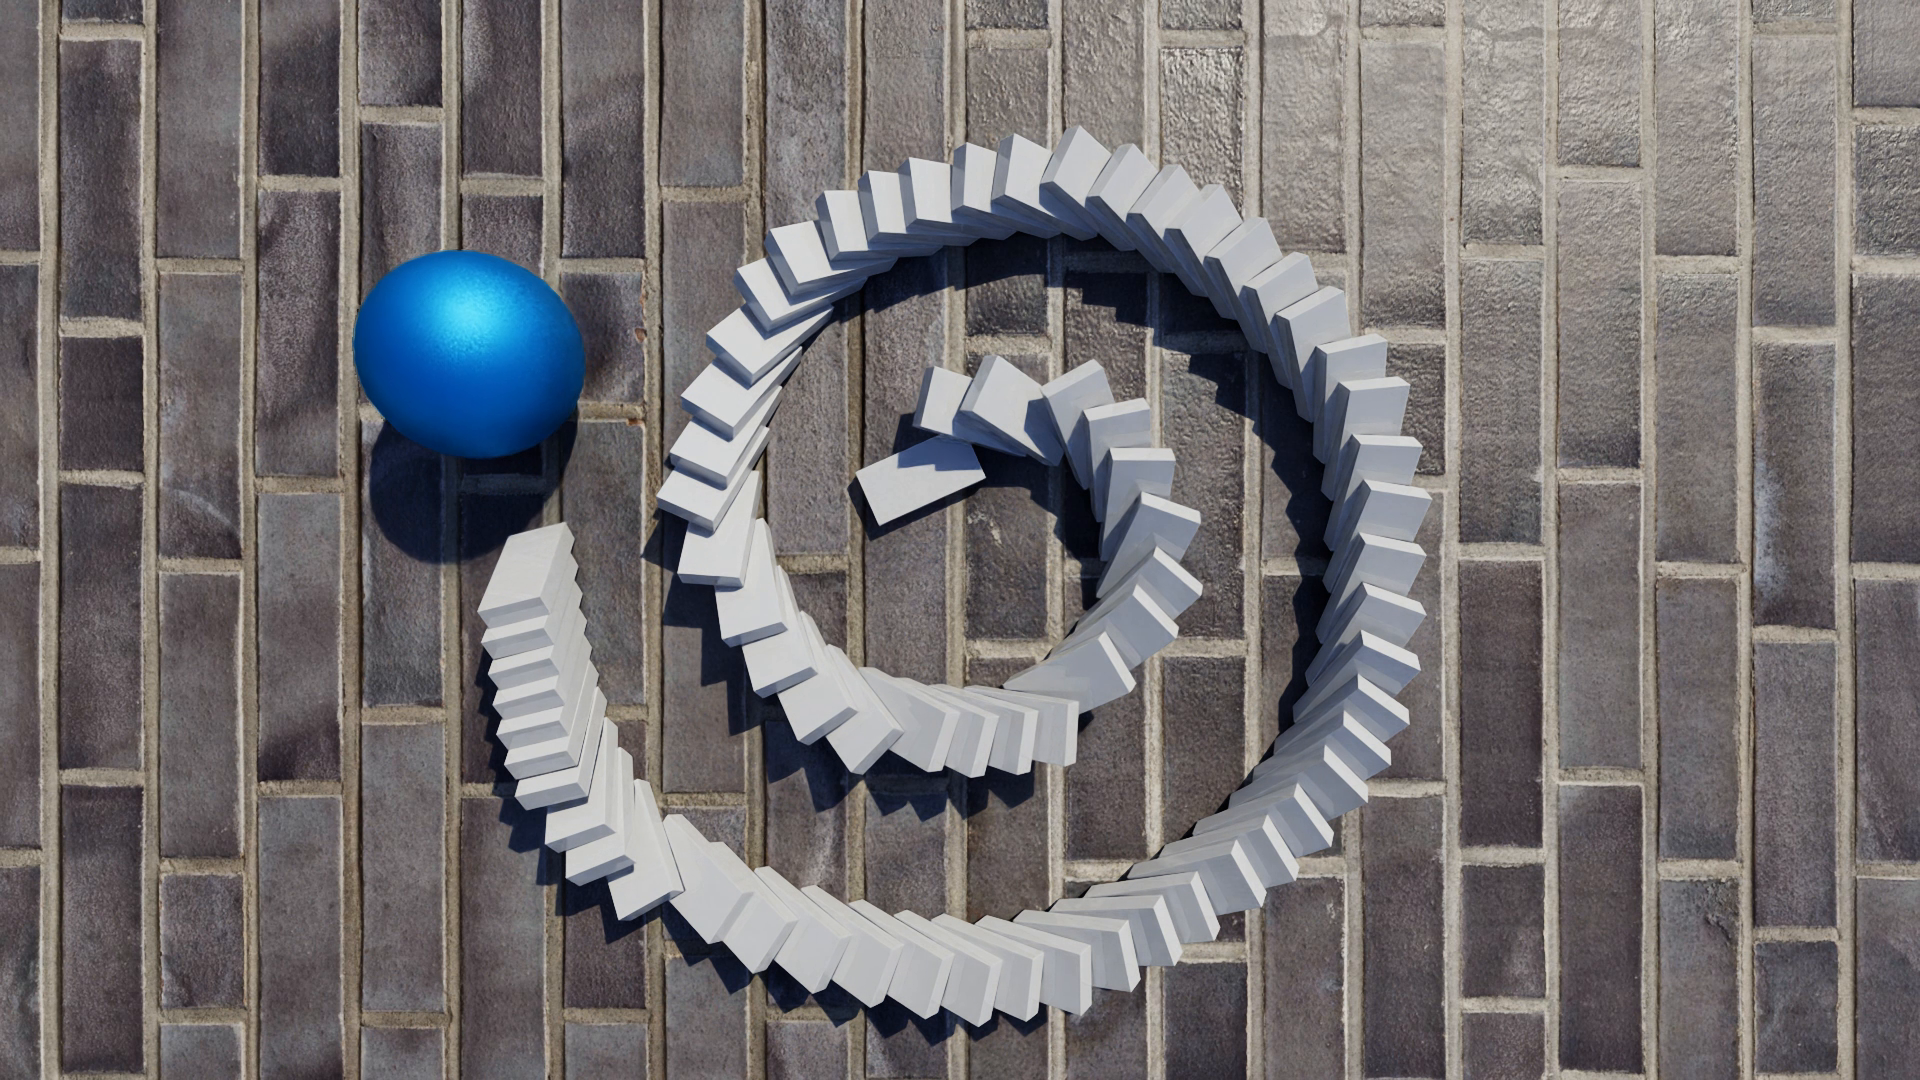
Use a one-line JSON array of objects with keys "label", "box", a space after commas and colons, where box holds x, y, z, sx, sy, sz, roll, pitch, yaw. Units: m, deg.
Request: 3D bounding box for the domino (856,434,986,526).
[{"label": "domino", "box": [-0.017, -0.028, 0.395, 0.050, 0.010, 0.025, -24, 90, 0]}]

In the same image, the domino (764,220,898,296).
[{"label": "domino", "box": [-0.053, -0.120, 0.382, 0.050, 0.009, 0.025, -26, 86, -33]}]

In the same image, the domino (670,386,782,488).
[{"label": "domino", "box": [-0.097, -0.048, 0.383, 0.025, 0.010, 0.050, 24, 61, 0]}]

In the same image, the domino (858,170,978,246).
[{"label": "domino", "box": [-0.017, -0.137, 0.382, 0.050, 0.010, 0.025, -10, 89, -34]}]

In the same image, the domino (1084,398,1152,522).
[{"label": "domino", "box": [0.066, -0.033, 0.381, 0.025, 0.009, 0.050, -12, 126, -1]}]

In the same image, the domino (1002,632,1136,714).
[{"label": "domino", "box": [0.045, 0.060, 0.384, 0.050, 0.009, 0.025, -31, 90, 29]}]

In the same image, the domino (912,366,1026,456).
[{"label": "domino", "box": [0.007, -0.053, 0.385, 0.050, 0.009, 0.025, 13, 90, -25]}]

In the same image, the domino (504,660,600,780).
[{"label": "domino", "box": [-0.167, 0.073, 0.377, 0.025, 0.050, 0.010, -13, 128, 0]}]

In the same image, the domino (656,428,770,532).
[{"label": "domino", "box": [-0.103, -0.030, 0.384, 0.025, 0.010, 0.050, 24, 61, 0]}]

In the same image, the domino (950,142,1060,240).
[{"label": "domino", "box": [0.020, -0.145, 0.382, 0.050, 0.009, 0.025, 3, 90, -33]}]

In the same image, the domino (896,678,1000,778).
[{"label": "domino", "box": [-0.009, 0.077, 0.381, 0.050, 0.010, 0.025, 16, 93, 37]}]

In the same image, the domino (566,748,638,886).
[{"label": "domino", "box": [-0.149, 0.114, 0.380, 0.025, 0.010, 0.050, -22, 48, 1]}]

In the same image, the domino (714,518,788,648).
[{"label": "domino", "box": [-0.089, 0.017, 0.384, 0.025, 0.010, 0.050, -17, 62, 0]}]

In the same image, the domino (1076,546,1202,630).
[{"label": "domino", "box": [0.074, 0.028, 0.383, 0.025, 0.010, 0.050, 40, 121, -2]}]

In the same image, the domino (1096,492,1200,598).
[{"label": "domino", "box": [0.078, 0.006, 0.382, 0.025, 0.010, 0.050, 19, 124, -1]}]

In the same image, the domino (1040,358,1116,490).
[{"label": "domino", "box": [0.054, -0.047, 0.381, 0.025, 0.010, 0.050, -28, 127, 0]}]

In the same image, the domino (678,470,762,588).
[{"label": "domino", "box": [-0.100, -0.006, 0.384, 0.025, 0.009, 0.050, 4, 63, 0]}]

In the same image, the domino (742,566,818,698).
[{"label": "domino", "box": [-0.079, 0.038, 0.384, 0.025, 0.010, 0.050, -24, 60, 0]}]

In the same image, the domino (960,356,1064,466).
[{"label": "domino", "box": [0.026, -0.053, 0.381, 0.050, 0.009, 0.025, 28, 83, -33]}]

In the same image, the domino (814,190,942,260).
[{"label": "domino", "box": [-0.033, -0.132, 0.383, 0.050, 0.010, 0.025, -14, 90, -33]}]

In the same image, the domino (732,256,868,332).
[{"label": "domino", "box": [-0.066, -0.109, 0.384, 0.050, 0.009, 0.025, -34, 90, -30]}]

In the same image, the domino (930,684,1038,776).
[{"label": "domino", "box": [0.007, 0.078, 0.381, 0.050, 0.010, 0.025, 9, 92, 37]}]

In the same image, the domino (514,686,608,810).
[{"label": "domino", "box": [-0.163, 0.085, 0.378, 0.025, 0.050, 0.009, -13, 129, 0]}]

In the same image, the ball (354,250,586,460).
[{"label": "ball", "box": [-0.190, -0.072, 0.360, 0.080, 0.080, 0.080, 0, 90, 0]}]

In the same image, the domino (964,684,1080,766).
[{"label": "domino", "box": [0.024, 0.077, 0.382, 0.050, 0.010, 0.025, 3, 90, 34]}]

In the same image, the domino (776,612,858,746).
[{"label": "domino", "box": [-0.065, 0.057, 0.382, 0.025, 0.009, 0.050, -34, 59, 3]}]

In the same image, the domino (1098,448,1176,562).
[{"label": "domino", "box": [0.073, -0.014, 0.382, 0.025, 0.009, 0.050, 0, 125, 0]}]

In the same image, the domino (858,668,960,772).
[{"label": "domino", "box": [-0.025, 0.074, 0.381, 0.050, 0.009, 0.025, 20, 95, 37]}]

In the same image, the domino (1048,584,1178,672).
[{"label": "domino", "box": [0.063, 0.043, 0.382, 0.025, 0.009, 0.050, 45, 121, -4]}]

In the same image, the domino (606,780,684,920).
[{"label": "domino", "box": [-0.137, 0.129, 0.385, 0.025, 0.009, 0.050, -29, 64, 0]}]

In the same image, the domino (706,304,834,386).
[{"label": "domino", "box": [-0.079, -0.090, 0.384, 0.025, 0.010, 0.050, 42, 62, 0]}]

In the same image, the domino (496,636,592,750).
[{"label": "domino", "box": [-0.170, 0.061, 0.377, 0.025, 0.050, 0.010, -13, 128, 0]}]

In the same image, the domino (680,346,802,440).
[{"label": "domino", "box": [-0.091, -0.068, 0.383, 0.025, 0.010, 0.050, 31, 61, 3]}]

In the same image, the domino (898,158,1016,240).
[{"label": "domino", "box": [-0.001, -0.141, 0.381, 0.050, 0.010, 0.025, -6, 87, -34]}]

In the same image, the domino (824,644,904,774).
[{"label": "domino", "box": [-0.048, 0.070, 0.382, 0.025, 0.009, 0.050, -46, 58, 3]}]

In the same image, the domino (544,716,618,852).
[{"label": "domino", "box": [-0.156, 0.101, 0.380, 0.025, 0.009, 0.050, -19, 48, 1]}]
